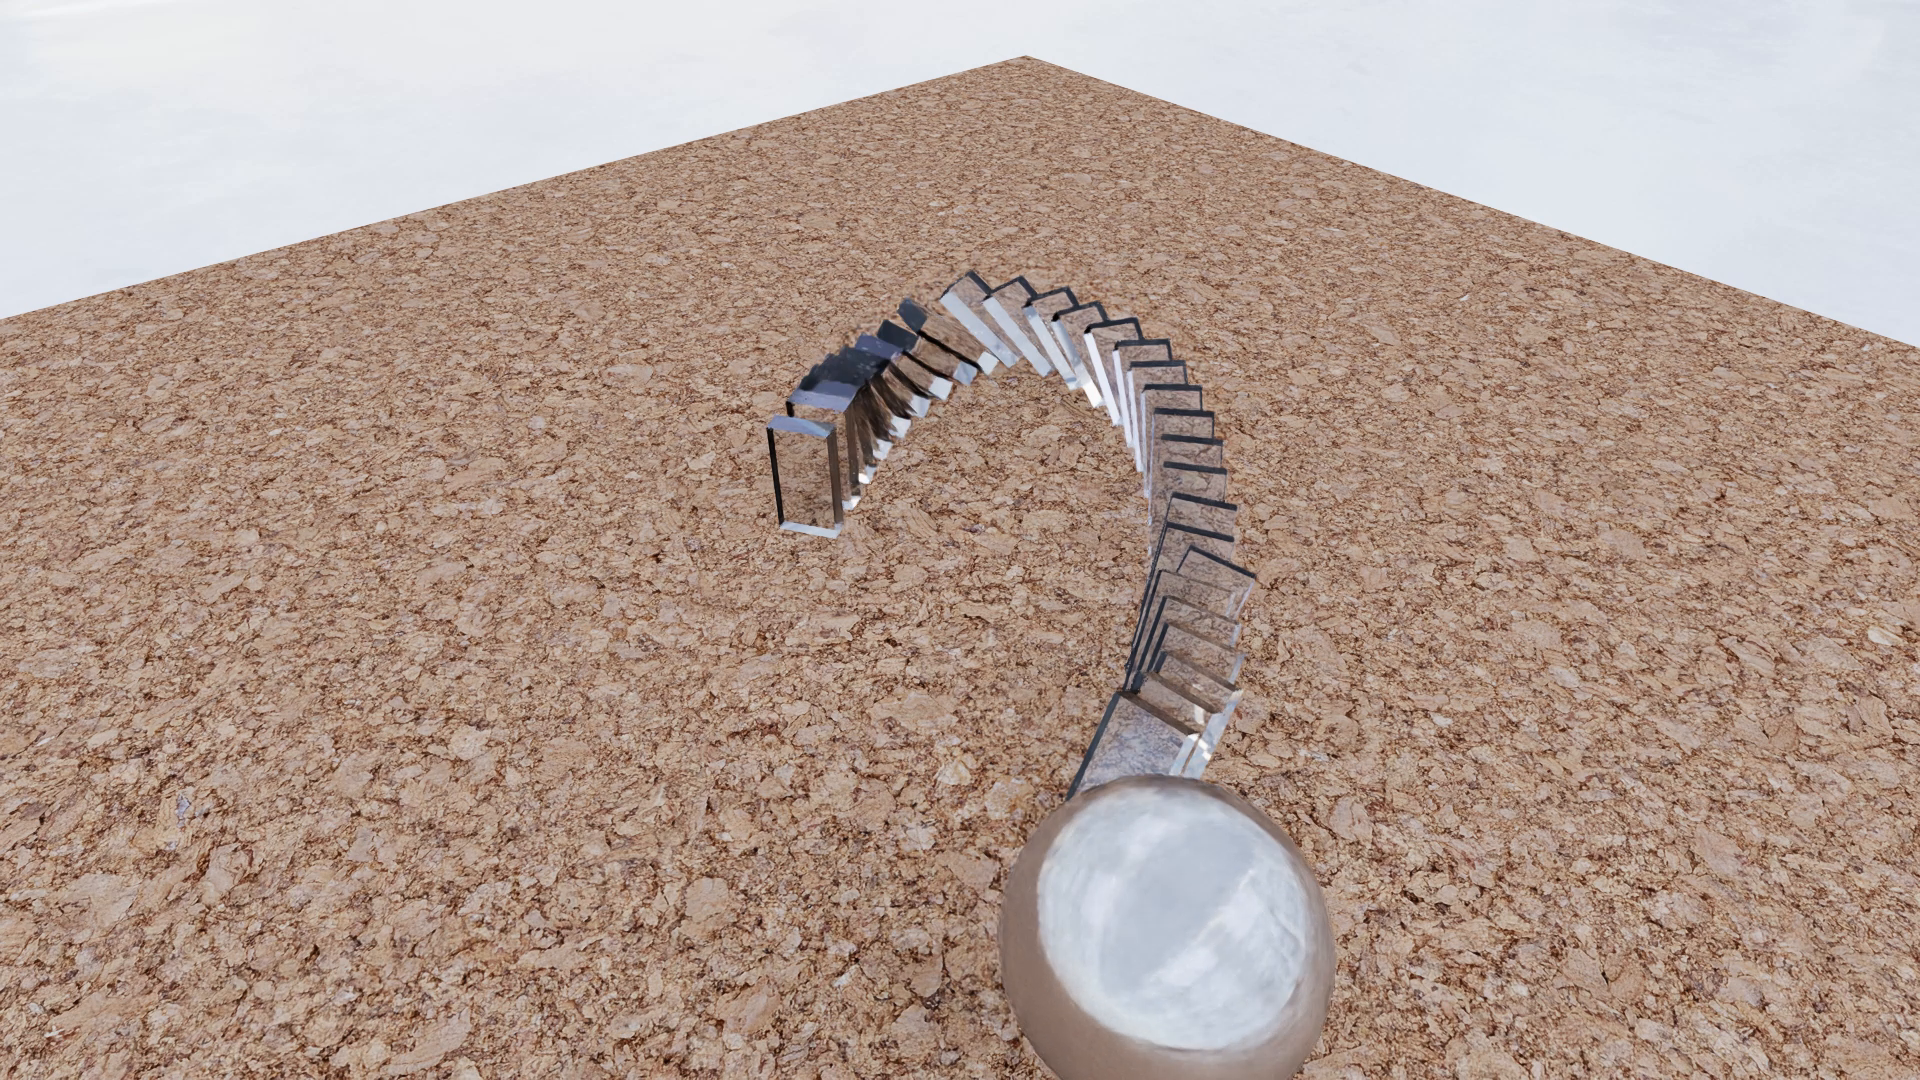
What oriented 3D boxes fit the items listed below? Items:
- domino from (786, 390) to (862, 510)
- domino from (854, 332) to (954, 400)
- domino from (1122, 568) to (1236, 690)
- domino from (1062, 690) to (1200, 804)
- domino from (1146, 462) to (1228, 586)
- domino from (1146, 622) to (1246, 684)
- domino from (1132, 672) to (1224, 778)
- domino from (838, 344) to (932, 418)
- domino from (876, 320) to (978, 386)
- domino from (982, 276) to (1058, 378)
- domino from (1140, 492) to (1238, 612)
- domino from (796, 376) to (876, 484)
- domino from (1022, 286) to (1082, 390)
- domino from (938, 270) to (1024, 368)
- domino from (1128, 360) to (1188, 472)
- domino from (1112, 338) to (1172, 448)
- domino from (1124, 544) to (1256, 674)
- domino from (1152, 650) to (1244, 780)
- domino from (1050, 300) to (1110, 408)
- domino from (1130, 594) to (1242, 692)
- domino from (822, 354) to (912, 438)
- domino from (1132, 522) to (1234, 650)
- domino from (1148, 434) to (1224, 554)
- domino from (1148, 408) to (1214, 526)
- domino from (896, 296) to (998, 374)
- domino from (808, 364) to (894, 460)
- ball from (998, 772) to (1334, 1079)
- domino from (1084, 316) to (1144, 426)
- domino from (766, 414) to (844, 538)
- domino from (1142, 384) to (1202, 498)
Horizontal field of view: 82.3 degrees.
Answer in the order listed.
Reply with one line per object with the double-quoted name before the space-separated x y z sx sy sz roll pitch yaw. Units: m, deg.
"domino" -0.056 -0.037 0.456 0.025 0.050 0.010 12 42 14
"domino" -0.026 -0.081 0.517 0.025 0.010 0.050 26 2 28
"domino" 0.072 0.037 0.369 0.025 0.050 0.010 18 8 21
"domino" 0.048 0.073 0.325 0.025 0.050 0.010 29 12 31
"domino" 0.089 -0.005 0.431 0.025 0.010 0.050 8 70 10
"domino" 0.069 0.054 0.348 0.025 0.050 0.009 24 10 26
"domino" 0.056 0.068 0.332 0.025 0.050 0.009 29 12 31
"domino" -0.035 -0.072 0.504 0.025 0.050 0.009 21 84 24
"domino" -0.016 -0.090 0.529 0.025 0.010 0.050 33 9 33
"domino" 0.037 -0.108 0.556 0.025 0.009 0.050 -34 82 -34
"domino" 0.087 0.008 0.415 0.025 0.010 0.050 13 71 16
"domino" -0.052 -0.046 0.467 0.025 0.050 0.009 12 54 15
"domino" 0.054 -0.101 0.547 0.025 0.010 0.050 -23 76 -25
"domino" 0.015 -0.113 0.561 0.050 0.010 0.025 44 47 0
"domino" 0.090 -0.056 0.492 0.025 0.010 0.050 -1 70 -2
"domino" 0.087 -0.068 0.507 0.025 0.009 0.050 -3 70 -5
"domino" 0.081 0.029 0.385 0.025 0.010 0.050 26 78 19
"domino" 0.064 0.062 0.338 0.025 0.050 0.009 30 13 31
"domino" 0.066 -0.091 0.535 0.025 0.010 0.050 -19 74 -22
"domino" 0.071 0.046 0.358 0.025 0.050 0.010 22 9 25
"domino" -0.042 -0.064 0.491 0.025 0.050 0.010 19 76 22
"domino" 0.081 0.020 0.400 0.025 0.009 0.050 14 71 16
"domino" 0.092 -0.017 0.446 0.025 0.009 0.050 7 70 8
"domino" 0.093 -0.030 0.462 0.025 0.009 0.050 4 70 5
"domino" -0.006 -0.100 0.542 0.050 0.009 0.025 23 21 -41
"domino" -0.048 -0.055 0.479 0.025 0.050 0.009 16 66 19
"ball" 0.049 0.098 0.268 0.080 0.080 0.080 0 39 0
"domino" 0.079 -0.080 0.522 0.025 0.009 0.050 -11 72 -14
"domino" -0.062 -0.025 0.442 0.025 0.050 0.009 10 40 12
"domino" 0.092 -0.043 0.477 0.025 0.010 0.050 1 70 2
